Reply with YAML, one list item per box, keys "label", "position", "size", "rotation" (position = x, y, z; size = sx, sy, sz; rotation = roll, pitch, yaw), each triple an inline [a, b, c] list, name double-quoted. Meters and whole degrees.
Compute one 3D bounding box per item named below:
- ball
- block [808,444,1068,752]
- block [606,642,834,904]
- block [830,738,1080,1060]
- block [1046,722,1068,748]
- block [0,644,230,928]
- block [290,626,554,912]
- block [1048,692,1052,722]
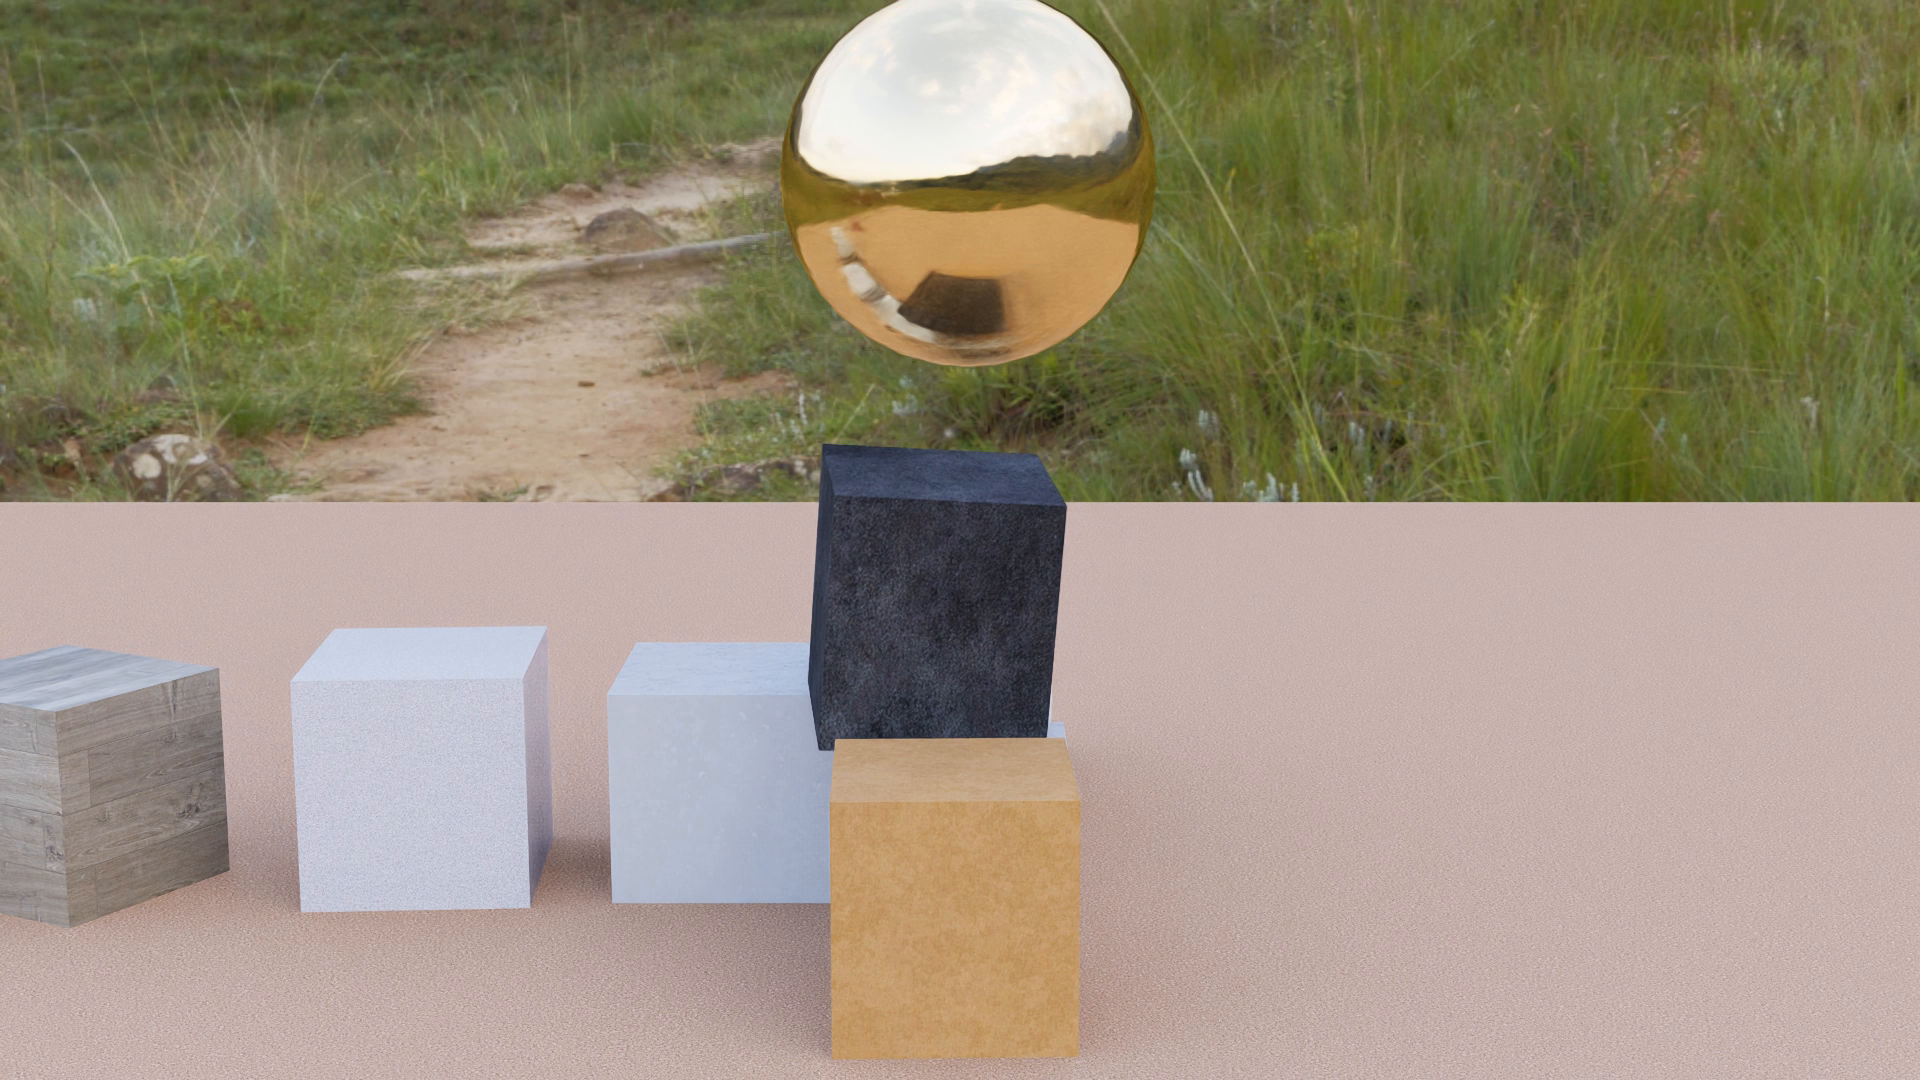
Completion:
- label: "ball"
  position: [0.034, -1.538, 10.901]
  size: [1.600, 1.600, 1.600]
  rotation: [0, 10, 0]
- label: "block"
  position: [-0.117, 0.236, 10.493]
  size: [0.908, 1.044, 0.874]
  rotation: [3, 15, -7]
- label: "block"
  position: [-1.010, 1.015, 11.417]
  size: [0.964, 0.918, 1.012]
  rotation: [0, 10, 0]
- label: "block"
  position: [-0.028, 1.321, 9.614]
  size: [0.890, 0.960, 0.879]
  rotation: [0, 10, -1]
- label: "block"
  position: [0.011, 1.240, 10.500]
  size: [0.854, 0.804, 0.841]
  rotation: [0, 10, 0]
- label: "block"
  position: [-3.901, 1.048, 11.210]
  size: [0.961, 0.928, 0.910]
  rotation: [6, 12, 29]
- label: "block"
  position: [-2.344, 0.987, 11.326]
  size: [0.963, 1.005, 1.034]
  rotation: [-1, 10, -3]
- label: "block"
  position: [0.019, 0.853, 12.330]
  size: [0.813, 0.911, 0.833]
  rotation: [0, 10, 0]
